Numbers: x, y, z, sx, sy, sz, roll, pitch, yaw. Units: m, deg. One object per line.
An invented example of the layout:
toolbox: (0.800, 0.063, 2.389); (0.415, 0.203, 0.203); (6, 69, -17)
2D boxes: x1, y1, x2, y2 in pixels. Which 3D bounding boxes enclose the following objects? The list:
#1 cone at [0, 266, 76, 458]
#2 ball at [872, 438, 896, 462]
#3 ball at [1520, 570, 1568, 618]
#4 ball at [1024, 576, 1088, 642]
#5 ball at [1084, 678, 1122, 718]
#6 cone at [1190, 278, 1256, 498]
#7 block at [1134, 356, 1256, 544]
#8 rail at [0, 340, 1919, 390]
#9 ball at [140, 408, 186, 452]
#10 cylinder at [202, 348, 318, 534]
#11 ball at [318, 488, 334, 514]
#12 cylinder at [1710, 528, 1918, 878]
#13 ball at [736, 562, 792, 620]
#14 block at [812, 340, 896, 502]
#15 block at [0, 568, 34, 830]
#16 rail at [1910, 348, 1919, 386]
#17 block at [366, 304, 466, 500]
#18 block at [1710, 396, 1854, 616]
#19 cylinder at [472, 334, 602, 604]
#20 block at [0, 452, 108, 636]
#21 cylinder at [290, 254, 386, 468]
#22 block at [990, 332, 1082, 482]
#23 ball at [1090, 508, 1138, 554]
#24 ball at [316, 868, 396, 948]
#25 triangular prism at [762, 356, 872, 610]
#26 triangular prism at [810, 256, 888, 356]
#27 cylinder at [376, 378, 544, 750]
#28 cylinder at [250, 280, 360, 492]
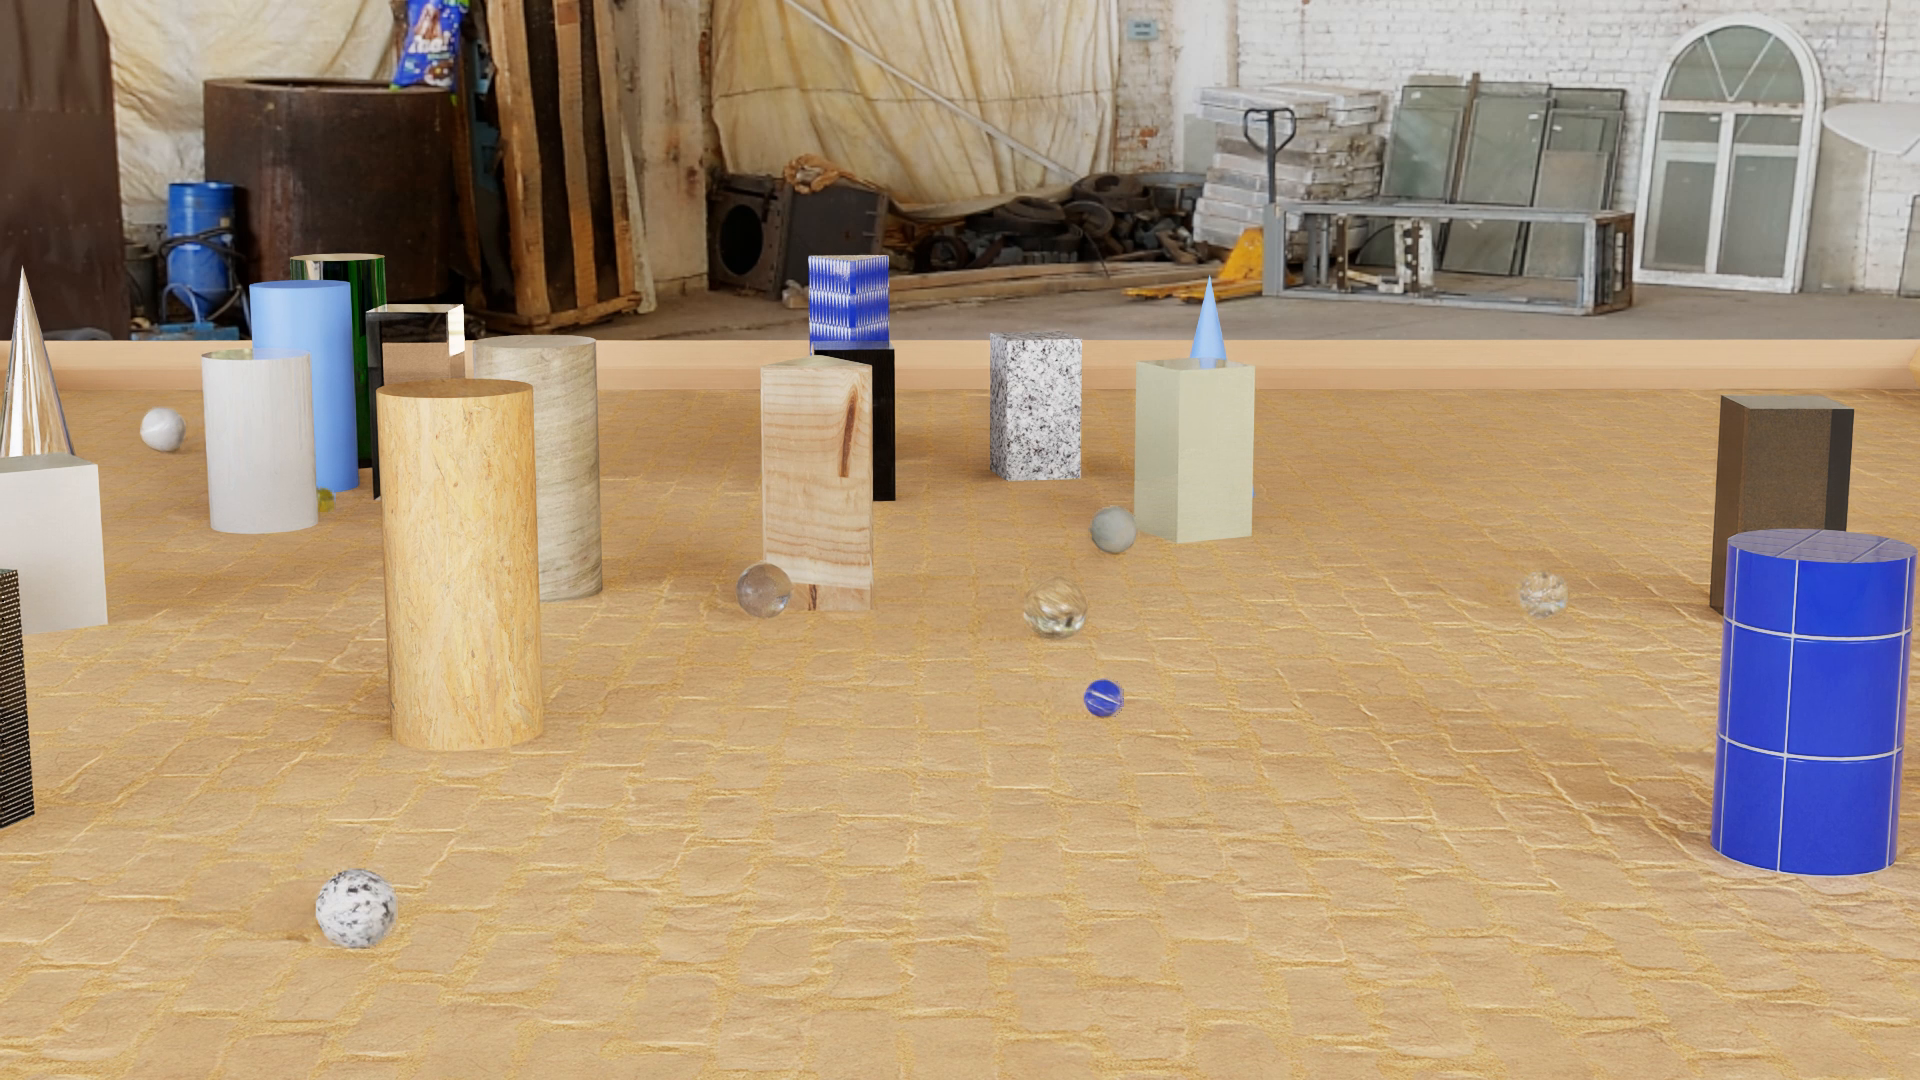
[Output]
cone: (-1.438, -0.223, 3.973); (0.164, 0.405, 0.164); (0, 11, 0)
ball: (-0.138, -0.161, 4.617); (0.042, 0.042, 0.042); (0, 11, 0)
ball: (0.760, 0.071, 3.341); (0.063, 0.063, 0.063); (0, 11, 0)
ball: (0.120, 0.087, 3.213); (0.081, 0.081, 0.081); (0, 11, 0)
ball: (0.159, 0.175, 2.848); (0.042, 0.042, 0.042); (0, 11, 0)
cone: (0.410, -0.256, 4.251); (0.164, 0.366, 0.164); (0, 11, 0)
block: (0.357, -0.140, 3.922); (0.131, 0.261, 0.131); (-5, 12, -25)
rail: (-0.013, -0.379, 5.587); (4.242, 0.106, 0.045); (0, 11, 0)
ball: (-1.469, -0.203, 4.732); (0.082, 0.082, 0.082); (0, 11, 0)
cylinder: (-1.088, -0.156, 3.991); (0.164, 0.267, 0.164); (0, 11, 0)
ball: (-1.022, -0.063, 4.105); (0.042, 0.042, 0.042); (0, 11, 0)
cylinder: (0.780, 0.146, 2.350); (0.164, 0.287, 0.164); (0, 11, 0)
ball: (-0.255, 0.066, 3.340); (0.073, 0.073, 0.073); (0, 11, 0)
block: (-0.177, -0.198, 4.257); (0.131, 0.251, 0.131); (-1, 11, -5)
block: (-0.978, 0.155, 2.419); (0.131, 0.242, 0.131); (3, 11, 17)
rail: (2.097, 0.025, 3.463); (0.045, 0.106, 4.395); (0, 11, 0)
block: (-0.900, -0.230, 4.263); (0.131, 0.310, 0.131); (0, 11, 1)
block: (1.064, -0.039, 3.330); (0.131, 0.283, 0.131); (0, 11, 1)
cylinder: (-0.573, -0.099, 3.485); (0.164, 0.343, 0.164); (0, 11, 0)
block: (-1.192, 0.004, 3.305); (0.131, 0.209, 0.131); (-8, 13, -36)
cylinder: (-1.104, -0.321, 4.585); (0.164, 0.369, 0.164); (0, 11, 0)
block: (0.131, -0.235, 4.471); (0.131, 0.242, 0.131); (-2, 11, -12)
ball: (0.226, -0.014, 3.775); (0.068, 0.068, 0.068); (0, 11, 0)
ball: (-0.498, 0.303, 2.115); (0.065, 0.065, 0.065); (0, 11, 0)
triangular prism: (-0.189, -0.078, 3.427); (0.142, 0.325, 0.123); (0, 11, -2)
triangular prism: (-0.180, -0.327, 4.628); (0.123, 0.366, 0.142); (-8, 13, -35)
cylinder: (-0.536, 0.023, 2.758); (0.164, 0.375, 0.164); (0, 11, 0)
cylinder: (-1.105, -0.260, 4.330); (0.164, 0.344, 0.164); (0, 11, 0)
